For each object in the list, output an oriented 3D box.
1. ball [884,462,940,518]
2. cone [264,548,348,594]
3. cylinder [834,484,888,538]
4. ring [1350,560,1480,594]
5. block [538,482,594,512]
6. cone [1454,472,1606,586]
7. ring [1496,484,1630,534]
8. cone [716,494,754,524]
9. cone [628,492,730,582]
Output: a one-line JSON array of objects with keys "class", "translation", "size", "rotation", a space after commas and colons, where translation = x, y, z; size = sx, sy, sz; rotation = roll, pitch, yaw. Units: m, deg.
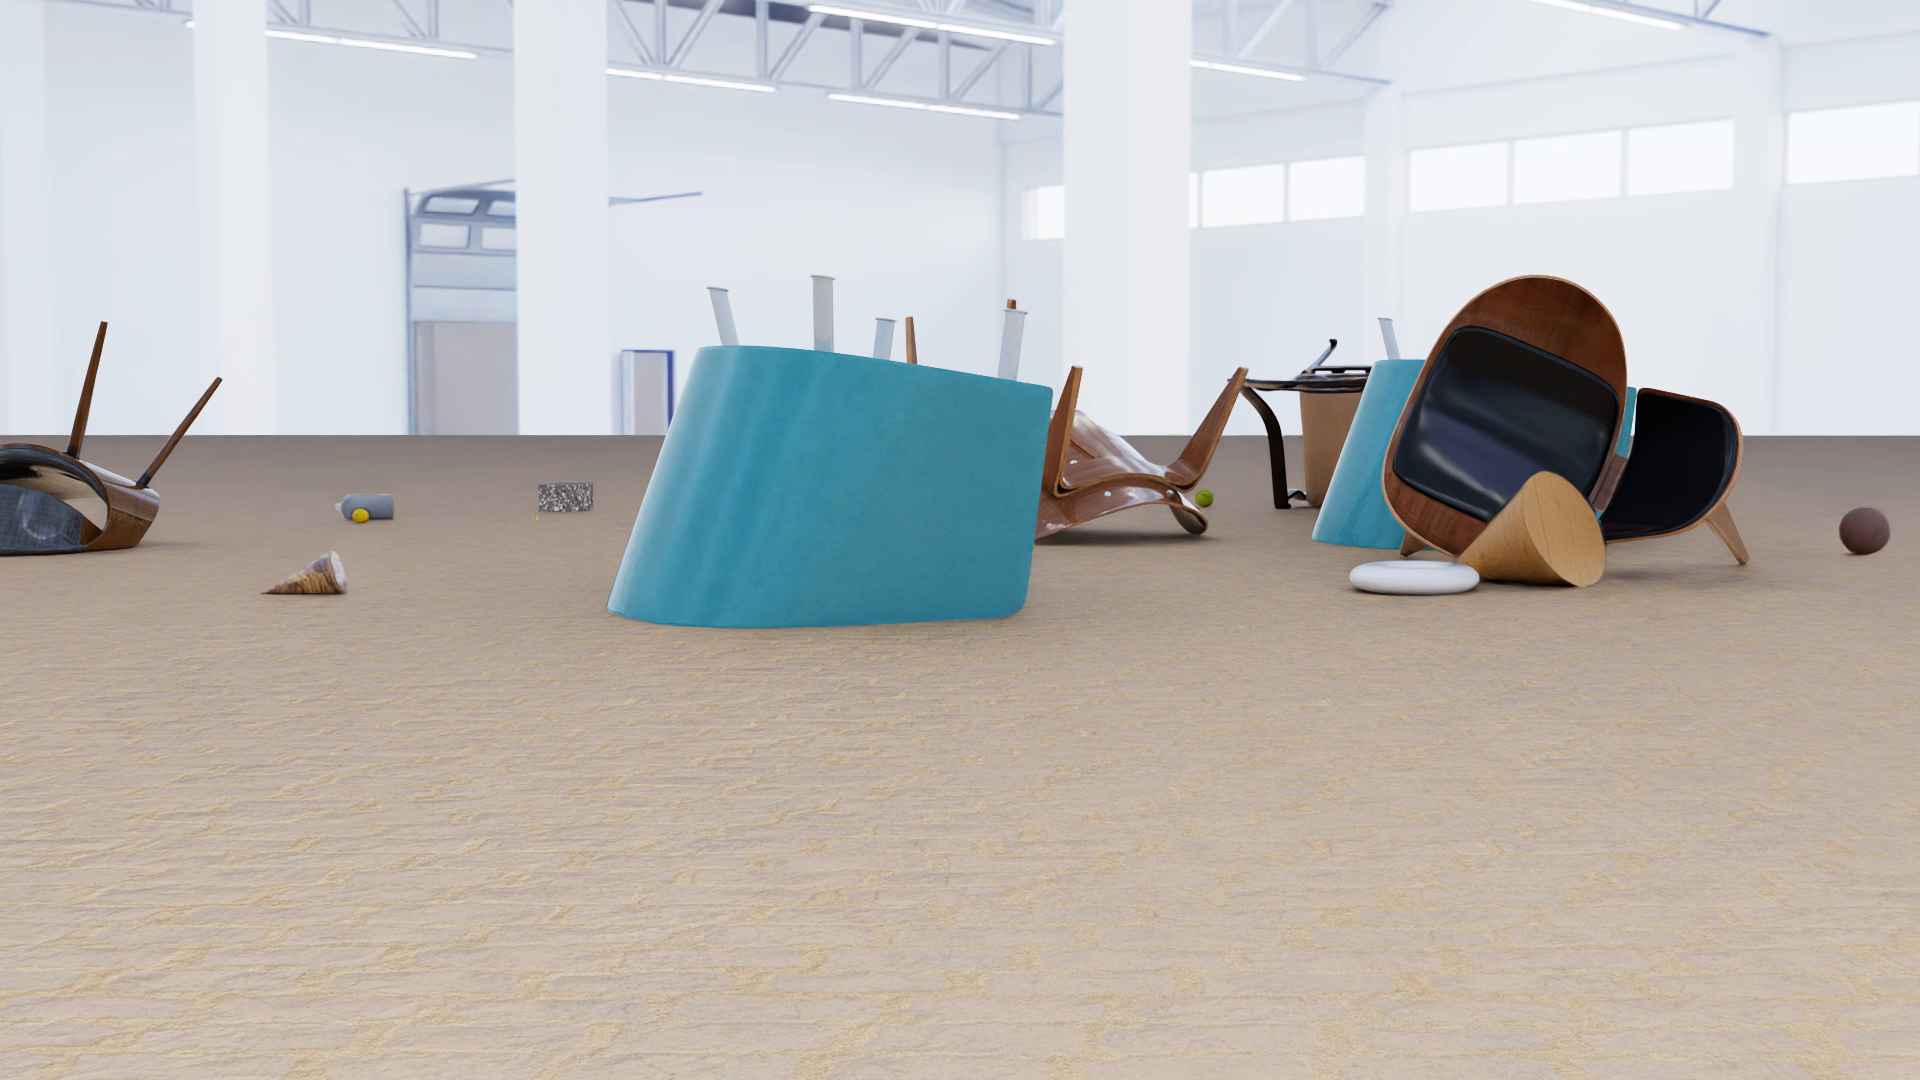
[{"class": "ball", "translation": [-0.167, -0.173, 7.669], "size": [0.192, 0.192, 0.192], "rotation": [0, 4, 0]}, {"class": "cone", "translation": [-1.450, 0.094, 4.822], "size": [0.181, 0.098, 0.112], "rotation": [-19, -11, -2]}, {"class": "cylinder", "translation": [-0.302, -0.087, 6.698], "size": [0.150, 0.155, 0.175], "rotation": [26, 0, -8]}, {"class": "ring", "translation": [1.017, 0.083, 4.918], "size": [0.272, 0.059, 0.347], "rotation": [3, 5, 36]}, {"class": "block", "translation": [-1.457, -0.159, 8.138], "size": [0.127, 0.099, 0.209], "rotation": [1, 4, 12]}, {"class": "cone", "translation": [1.263, 0.032, 5.128], "size": [0.320, 0.276, 0.348], "rotation": [13, -28, -40]}, {"class": "ring", "translation": [1.899, -0.096, 6.928], "size": [0.413, 0.142, 0.399], "rotation": [-1, 5, -33]}, {"class": "cone", "translation": [-0.764, -0.084, 7.426], "size": [0.128, 0.109, 0.094], "rotation": [-4, -25, -16]}, {"class": "cone", "translation": [-0.621, 0.044, 5.142], "size": [0.231, 0.242, 0.211], "rotation": [31, 54, 23]}]
